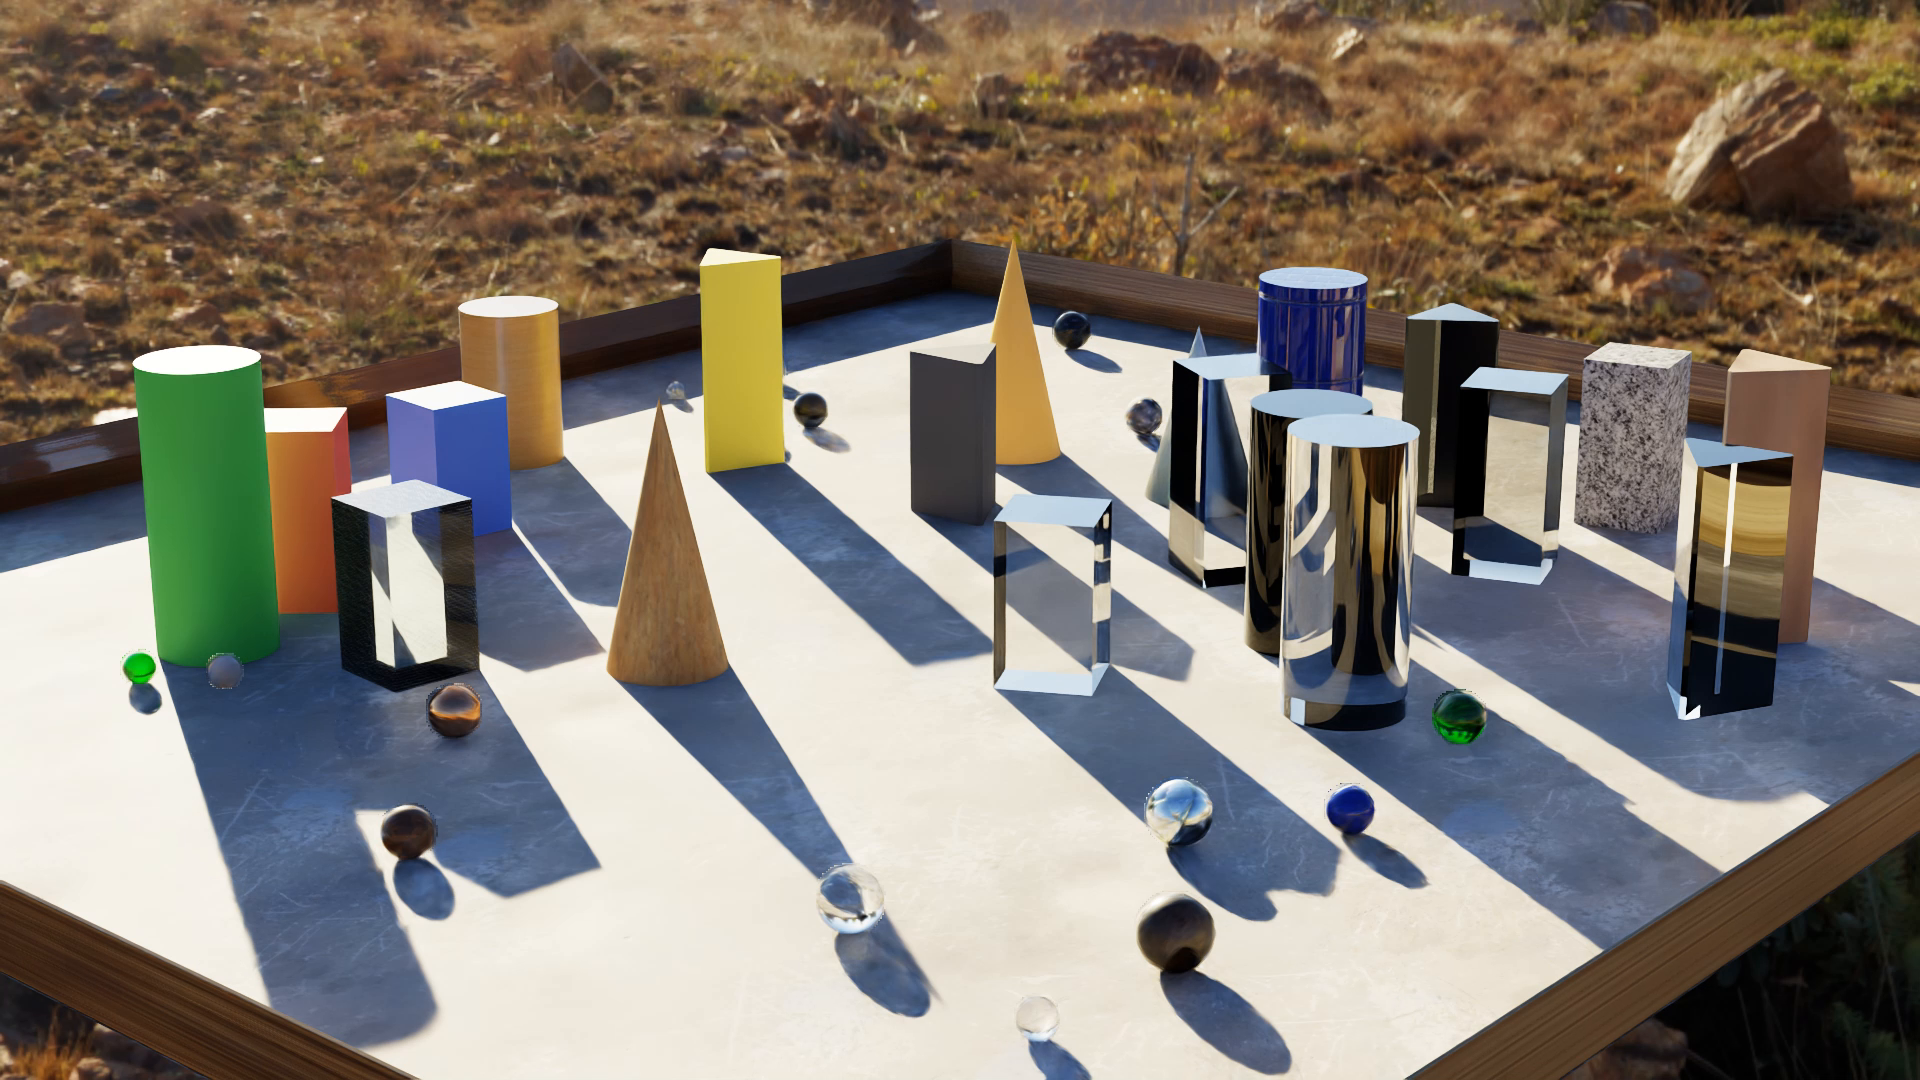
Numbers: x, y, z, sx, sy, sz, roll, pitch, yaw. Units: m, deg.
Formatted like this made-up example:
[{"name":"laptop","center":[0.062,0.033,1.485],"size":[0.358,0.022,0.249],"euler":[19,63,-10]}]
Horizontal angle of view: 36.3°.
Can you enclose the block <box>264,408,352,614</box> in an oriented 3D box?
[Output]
[{"name":"block","center":[-1.143,-0.052,5.068],"size":[0.160,0.322,0.160],"euler":[-1,17,-2]}]

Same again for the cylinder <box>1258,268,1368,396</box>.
[{"name":"cylinder","center":[0.655,-0.260,5.500],"size":[0.200,0.472,0.200],"euler":[0,17,0]}]

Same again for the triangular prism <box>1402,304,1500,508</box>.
[{"name":"triangular prism","center":[0.947,-0.262,5.686],"size":[0.173,0.370,0.150],"euler":[2,17,8]}]

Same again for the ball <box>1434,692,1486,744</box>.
[{"name":"ball","center":[0.755,0.269,4.427],"size":[0.079,0.079,0.079],"euler":[0,17,0]}]

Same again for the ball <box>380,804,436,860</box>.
[{"name":"ball","center":[-0.753,0.399,4.002],"size":[0.075,0.075,0.075],"euler":[0,17,0]}]

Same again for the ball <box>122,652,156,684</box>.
[{"name":"ball","center":[-1.312,0.204,4.688],"size":[0.052,0.052,0.052],"euler":[0,17,0]}]

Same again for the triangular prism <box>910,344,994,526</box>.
[{"name":"triangular prism","center":[0.019,-0.210,5.607],"size":[0.173,0.314,0.150],"euler":[13,21,38]}]

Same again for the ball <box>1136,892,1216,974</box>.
[{"name":"ball","center":[0.269,0.490,3.656],"size":[0.100,0.100,0.100],"euler":[0,17,0]}]

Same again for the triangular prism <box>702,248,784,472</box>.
[{"name":"triangular prism","center":[-0.470,-0.370,5.949],"size":[0.173,0.423,0.150],"euler":[-9,19,-28]}]

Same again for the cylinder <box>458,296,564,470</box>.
[{"name":"cylinder","center":[-0.913,-0.321,5.972],"size":[0.200,0.317,0.200],"euler":[0,17,0]}]

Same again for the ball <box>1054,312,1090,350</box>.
[{"name":"ball","center":[0.266,-0.497,6.951],"size":[0.089,0.089,0.089],"euler":[0,17,0]}]

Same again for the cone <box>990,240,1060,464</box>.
[{"name":"cone","center":[0.109,-0.399,5.994],"size":[0.200,0.454,0.200],"euler":[0,17,0]}]

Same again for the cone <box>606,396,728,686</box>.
[{"name":"cone","center":[-0.477,-0.012,4.711],"size":[0.200,0.453,0.200],"euler":[0,17,0]}]

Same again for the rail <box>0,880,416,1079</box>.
[{"name":"rail","center":[-1.264,0.452,3.726],"size":[3.449,0.130,0.045],"euler":[14,22,39]}]

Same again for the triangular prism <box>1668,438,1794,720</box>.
[{"name":"triangular prism","center":[1.166,0.054,4.575],"size":[0.173,0.405,0.150],"euler":[-7,18,-22]}]

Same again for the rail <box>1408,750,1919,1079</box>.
[{"name":"rail","center":[1.284,0.354,4.052],"size":[0.045,0.130,3.903],"euler":[14,22,39]}]

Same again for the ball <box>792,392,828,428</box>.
[{"name":"ball","center":[-0.318,-0.278,6.243],"size":[0.077,0.077,0.077],"euler":[0,17,0]}]

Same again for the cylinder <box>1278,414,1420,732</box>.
[{"name":"cylinder","center":[0.597,0.049,4.514],"size":[0.200,0.450,0.200],"euler":[0,17,0]}]

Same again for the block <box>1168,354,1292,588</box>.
[{"name":"block","center":[0.479,-0.125,5.216],"size":[0.160,0.378,0.160],"euler":[-6,18,-18]}]

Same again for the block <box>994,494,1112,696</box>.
[{"name":"block","center":[0.148,0.086,4.689],"size":[0.160,0.278,0.160],"euler":[4,17,12]}]

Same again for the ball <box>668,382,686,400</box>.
[{"name":"ball","center":[-0.627,-0.328,6.477],"size":[0.040,0.040,0.040],"euler":[0,17,0]}]

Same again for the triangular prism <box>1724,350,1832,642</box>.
[{"name":"triangular prism","center":[1.320,-0.073,4.888],"size":[0.173,0.467,0.150],"euler":[-2,17,-7]}]

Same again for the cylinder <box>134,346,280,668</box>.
[{"name":"cylinder","center":[-1.229,-0.056,4.793],"size":[0.200,0.490,0.200],"euler":[0,17,0]}]

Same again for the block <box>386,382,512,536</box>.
[{"name":"block","center":[-0.957,-0.147,5.499],"size":[0.160,0.257,0.160],"euler":[-15,22,-41]}]

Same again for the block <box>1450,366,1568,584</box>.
[{"name":"block","center":[0.983,-0.117,5.243],"size":[0.160,0.347,0.160],"euler":[7,18,21]}]

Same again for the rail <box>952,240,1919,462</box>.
[{"name":"rail","center":[1.264,-0.387,6.513],"size":[3.449,0.130,0.045],"euler":[14,22,39]}]

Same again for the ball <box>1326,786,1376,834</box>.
[{"name":"ball","center":[0.545,0.376,4.087],"size":[0.069,0.069,0.069],"euler":[0,17,0]}]

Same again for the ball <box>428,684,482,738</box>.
[{"name":"ball","center":[-0.768,0.260,4.451],"size":[0.081,0.081,0.081],"euler":[0,17,0]}]

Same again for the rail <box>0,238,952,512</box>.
[{"name":"rail","center":[-1.284,-0.289,6.187],"size":[0.045,0.130,3.903],"euler":[14,22,39]}]

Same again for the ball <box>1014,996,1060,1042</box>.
[{"name":"ball","center":[0.092,0.568,3.477],"size":[0.054,0.054,0.054],"euler":[0,17,0]}]

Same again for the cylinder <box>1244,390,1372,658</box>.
[{"name":"cylinder","center":[0.573,-0.027,4.838],"size":[0.200,0.408,0.200],"euler":[0,17,0]}]

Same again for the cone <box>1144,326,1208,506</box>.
[{"name":"cone","center":[0.461,-0.251,5.700],"size":[0.200,0.340,0.200],"euler":[0,17,0]}]

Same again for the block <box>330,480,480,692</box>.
[{"name":"block","center":[-0.891,0.072,4.717],"size":[0.160,0.289,0.160],"euler":[-15,23,-41]}]

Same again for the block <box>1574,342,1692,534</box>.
[{"name":"block","center":[1.273,-0.194,5.549],"size":[0.160,0.318,0.160],"euler":[9,19,28]}]

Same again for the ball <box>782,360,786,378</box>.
[{"name":"ball","center":[-0.425,-0.387,6.633],"size":[0.062,0.062,0.062],"euler":[0,17,0]}]

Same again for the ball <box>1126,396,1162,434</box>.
[{"name":"ball","center":[0.388,-0.262,6.189],"size":[0.080,0.080,0.080],"euler":[0,17,0]}]

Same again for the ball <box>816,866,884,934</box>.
[{"name":"ball","center":[-0.141,0.462,3.768],"size":[0.088,0.088,0.088],"euler":[0,17,0]}]

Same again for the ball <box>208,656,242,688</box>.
[{"name":"ball","center":[-1.171,0.210,4.669],"size":[0.053,0.053,0.053],"euler":[0,17,0]}]

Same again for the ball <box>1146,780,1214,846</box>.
[{"name":"ball","center":[0.303,0.377,4.046],"size":[0.092,0.092,0.092],"euler":[0,17,0]}]
